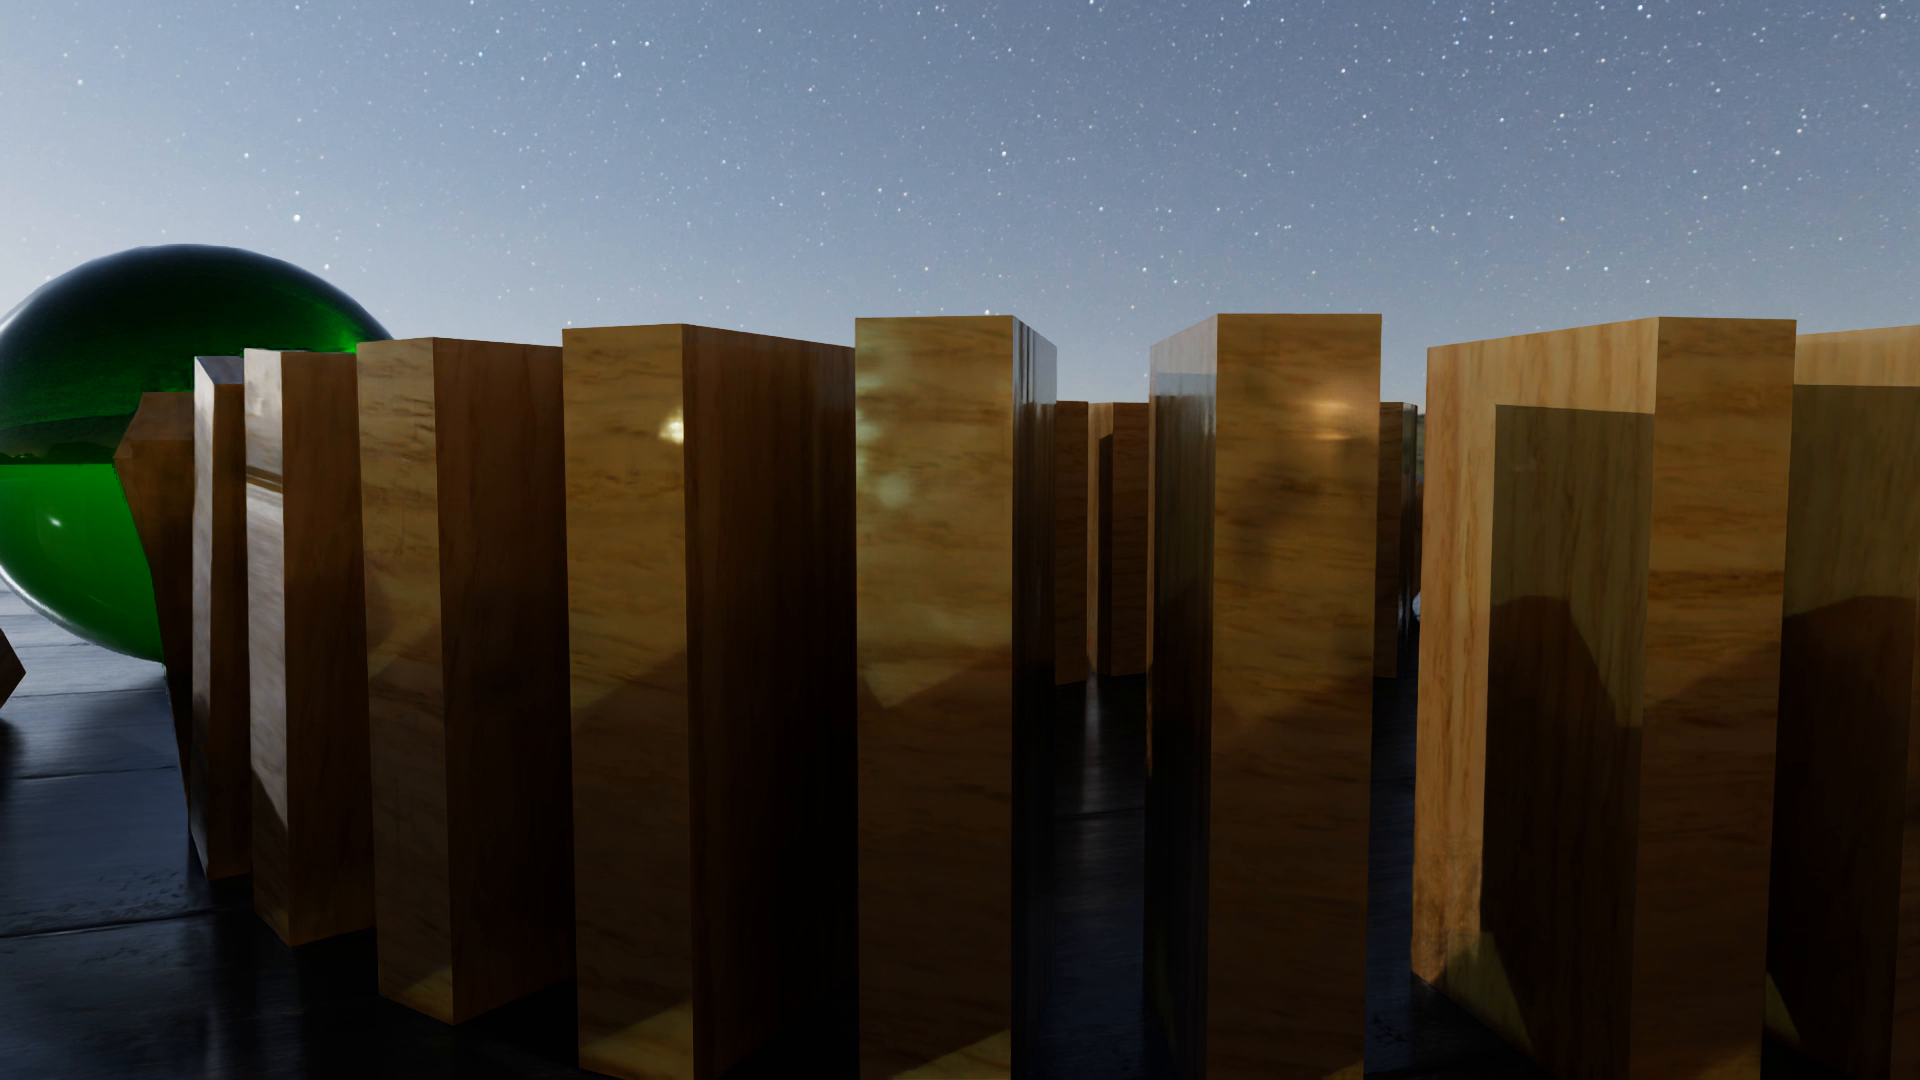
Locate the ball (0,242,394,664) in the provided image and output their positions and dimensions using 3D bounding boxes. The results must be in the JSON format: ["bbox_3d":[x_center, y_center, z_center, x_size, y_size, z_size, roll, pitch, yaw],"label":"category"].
[{"bbox_3d":[-0.143,-0.016,0.246,0.080,0.080,0.080,0,4,0],"label":"ball"}]

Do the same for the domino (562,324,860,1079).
[{"bbox_3d":[-0.017,0.010,0.095,0.009,0.050,0.025,2,5,24],"label":"domino"}]

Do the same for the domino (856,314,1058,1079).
[{"bbox_3d":[0.001,0.011,0.090,0.010,0.050,0.025,1,4,10],"label":"domino"}]

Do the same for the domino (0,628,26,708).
[{"bbox_3d":[-0.163,0.005,0.188,0.025,0.050,0.009,0,39,-4],"label":"domino"}]

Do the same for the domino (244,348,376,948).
[{"bbox_3d":[-0.050,0.008,0.117,0.025,0.050,0.009,-4,11,-44],"label":"domino"}]

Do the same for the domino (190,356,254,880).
[{"bbox_3d":[-0.062,0.008,0.129,0.025,0.050,0.010,-3,23,-39],"label":"domino"}]

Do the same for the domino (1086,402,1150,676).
[{"bbox_3d":[0.026,-0.001,0.246,0.010,0.050,0.025,-2,5,-28],"label":"domino"}]

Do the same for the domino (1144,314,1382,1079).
[{"bbox_3d":[0.019,0.011,0.088,0.009,0.050,0.025,0,4,0],"label":"domino"}]

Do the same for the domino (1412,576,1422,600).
[{"bbox_3d":[0.098,-0.001,0.335,0.050,0.009,0.025,37,16,18],"label":"domino"}]

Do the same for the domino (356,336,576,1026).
[{"bbox_3d":[-0.034,0.010,0.105,0.009,0.050,0.025,3,5,34],"label":"domino"}]

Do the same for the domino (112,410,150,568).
[{"bbox_3d":[-0.081,0.008,0.157,0.025,0.050,0.010,-1,39,-14],"label":"domino"}]

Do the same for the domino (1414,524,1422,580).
[{"bbox_3d":[0.115,0.000,0.329,0.050,0.009,0.025,39,19,22],"label":"domino"}]

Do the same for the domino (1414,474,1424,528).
[{"bbox_3d":[0.135,0.001,0.320,0.025,0.009,0.050,-4,38,-45],"label":"domino"}]

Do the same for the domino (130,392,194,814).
[{"bbox_3d":[-0.074,0.008,0.143,0.025,0.050,0.009,-2,36,-24],"label":"domino"}]

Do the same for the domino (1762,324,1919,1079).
[{"bbox_3d":[0.061,0.010,0.096,0.009,0.050,0.025,-1,5,-19],"label":"domino"}]

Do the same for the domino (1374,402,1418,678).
[{"bbox_3d":[0.080,-0.001,0.245,0.009,0.050,0.025,2,5,25],"label":"domino"}]

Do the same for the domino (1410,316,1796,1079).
[{"bbox_3d":[0.044,0.011,0.091,0.009,0.050,0.025,-1,4,-11],"label":"domino"}]

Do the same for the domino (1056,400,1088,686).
[{"bbox_3d":[0.011,0.000,0.236,0.009,0.050,0.025,-4,6,-43],"label":"domino"}]
